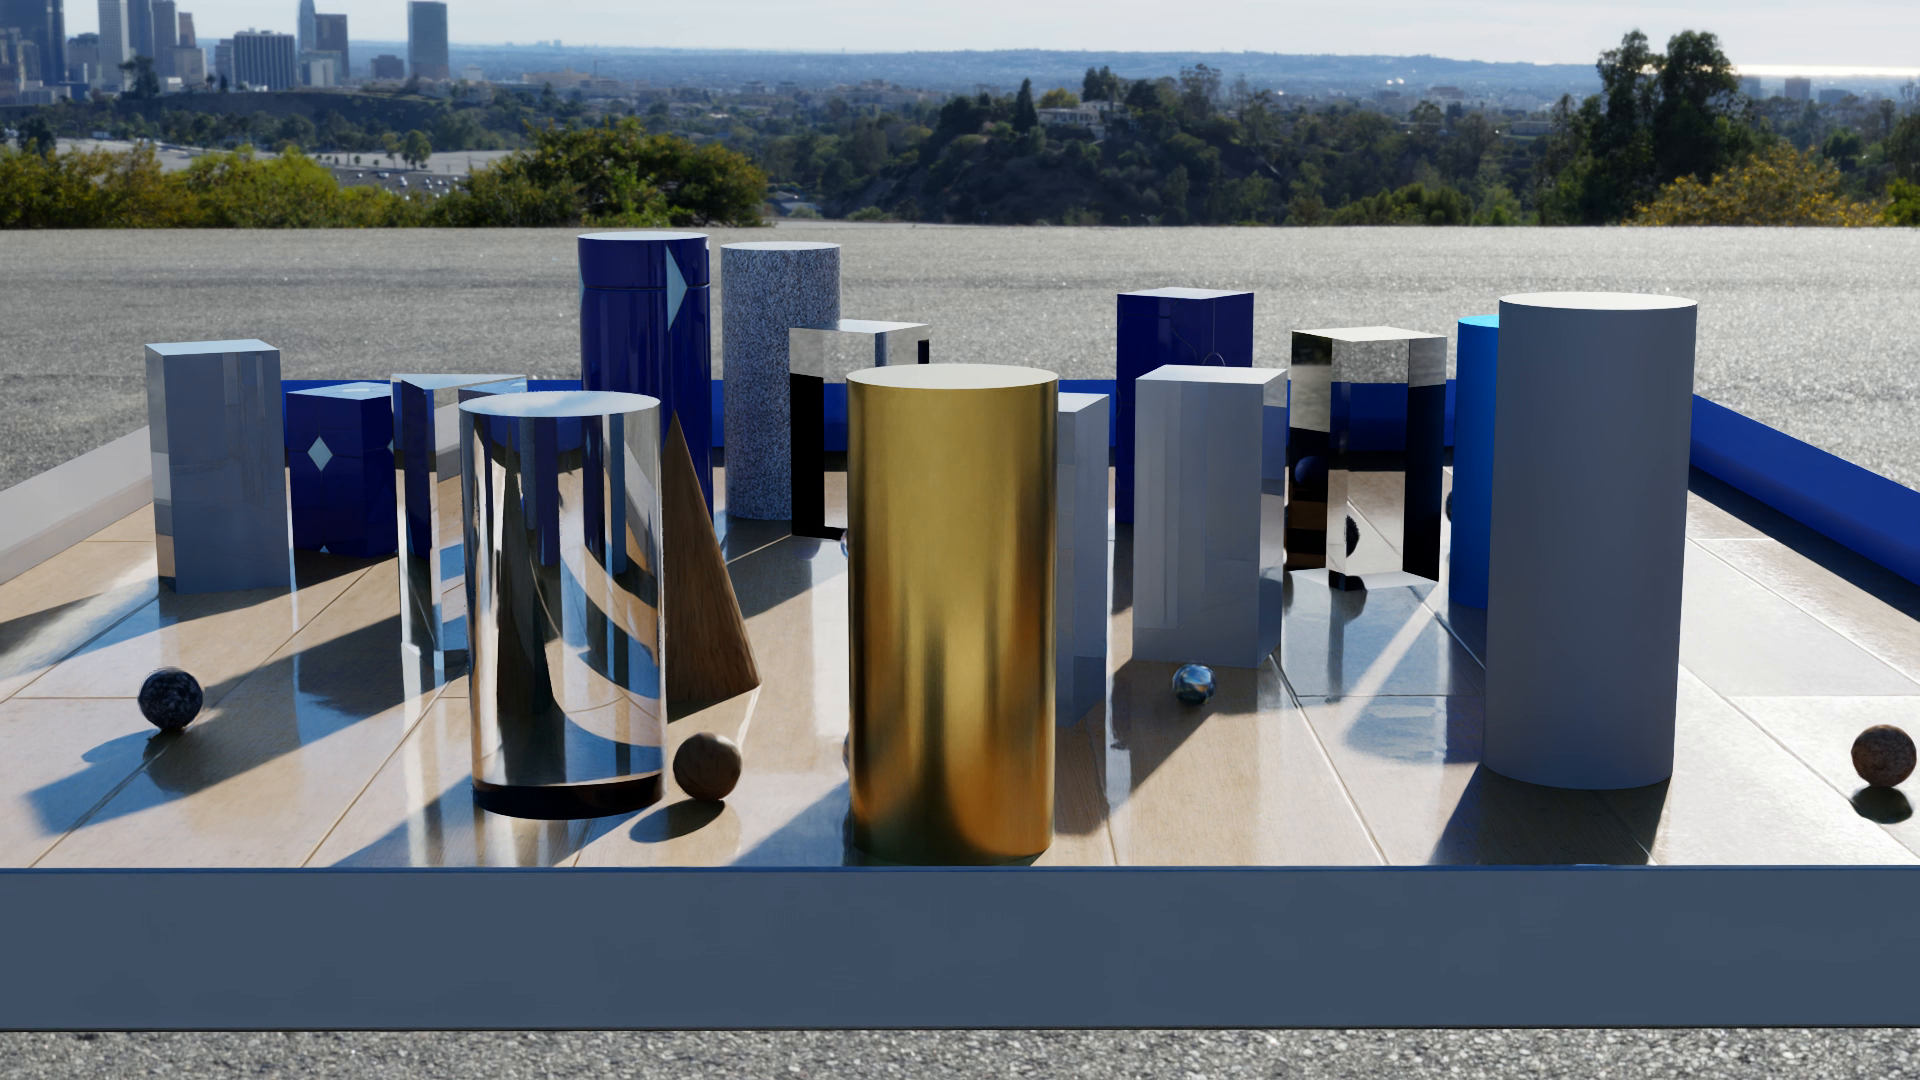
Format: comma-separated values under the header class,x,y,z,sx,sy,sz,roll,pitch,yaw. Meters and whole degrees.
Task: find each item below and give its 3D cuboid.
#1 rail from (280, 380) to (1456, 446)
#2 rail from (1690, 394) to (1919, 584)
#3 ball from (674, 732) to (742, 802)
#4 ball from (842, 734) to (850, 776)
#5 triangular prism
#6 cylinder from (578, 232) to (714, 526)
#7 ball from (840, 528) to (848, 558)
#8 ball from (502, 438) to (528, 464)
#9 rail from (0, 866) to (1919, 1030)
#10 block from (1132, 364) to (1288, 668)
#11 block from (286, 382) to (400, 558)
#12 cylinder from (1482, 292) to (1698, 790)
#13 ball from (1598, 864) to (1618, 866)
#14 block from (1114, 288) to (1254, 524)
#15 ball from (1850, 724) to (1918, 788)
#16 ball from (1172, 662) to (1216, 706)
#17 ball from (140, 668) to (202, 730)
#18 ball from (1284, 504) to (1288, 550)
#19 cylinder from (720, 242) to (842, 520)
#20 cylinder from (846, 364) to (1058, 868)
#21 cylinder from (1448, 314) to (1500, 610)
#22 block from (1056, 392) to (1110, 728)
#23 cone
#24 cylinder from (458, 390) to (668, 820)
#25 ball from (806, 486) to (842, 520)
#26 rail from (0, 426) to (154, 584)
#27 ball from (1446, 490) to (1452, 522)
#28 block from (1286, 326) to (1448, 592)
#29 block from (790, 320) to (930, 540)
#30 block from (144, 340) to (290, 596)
class,x,y,z,sx,sy,sz,roll,pitch,yaw
rail,-0.009,-0.241,4.926,2.723,0.128,0.045,0,10,0
rail,1.338,0.031,3.456,0.045,0.128,3.052,0,10,0
ball,-0.252,0.227,2.568,0.070,0.070,0.070,0,10,0
ball,-0.080,0.216,2.600,0.080,0.080,0.080,0,10,0
triangular prism,-0.650,-0.031,3.209,0.148,0.344,0.170,7,13,33
cylinder,-0.477,-0.226,3.905,0.197,0.472,0.197,0,10,0
ball,-0.149,0.004,3.803,0.057,0.057,0.057,0,10,0
ball,-0.822,-0.164,4.744,0.046,0.046,0.046,0,10,0
rail,0.009,0.307,1.972,2.723,0.128,0.045,0,10,0
block,0.312,-0.033,3.201,0.157,0.350,0.157,3,11,17
block,-0.910,-0.110,3.920,0.157,0.239,0.157,7,12,32
cylinder,0.651,-0.004,2.663,0.197,0.489,0.197,0,10,0
ball,0.554,0.304,2.190,0.055,0.055,0.055,0,10,0
block,0.360,-0.213,4.126,0.157,0.368,0.157,8,13,37
ball,0.943,0.220,2.618,0.064,0.064,0.064,0,10,0
ball,0.269,0.166,2.952,0.050,0.050,0.050,0,10,0
ball,-0.875,0.176,2.846,0.068,0.068,0.068,0,10,0
ball,0.517,-0.018,3.837,0.088,0.088,0.088,0,10,0
cylinder,-0.292,-0.265,4.216,0.197,0.436,0.197,0,10,0
cylinder,-0.007,0.066,2.414,0.197,0.443,0.197,0,10,0
cylinder,0.776,-0.108,3.516,0.197,0.383,0.197,0,10,0
block,0.073,0.017,2.921,0.157,0.354,0.157,3,11,17
cone,-0.334,0.007,3.038,0.197,0.330,0.197,0,10,0
cylinder,-0.394,0.061,2.566,0.197,0.397,0.197,0,10,0
ball,-0.221,-0.060,4.146,0.058,0.058,0.058,0,10,0
rail,-1.338,0.034,3.441,0.045,0.128,3.052,0,10,0
ball,0.804,-0.050,3.984,0.098,0.098,0.098,0,10,0
block,0.579,-0.119,3.663,0.157,0.351,0.157,-5,11,-24
block,-0.156,-0.173,4.022,0.157,0.326,0.157,6,12,30
block,-1.053,-0.107,3.640,0.157,0.335,0.157,-5,12,-26
